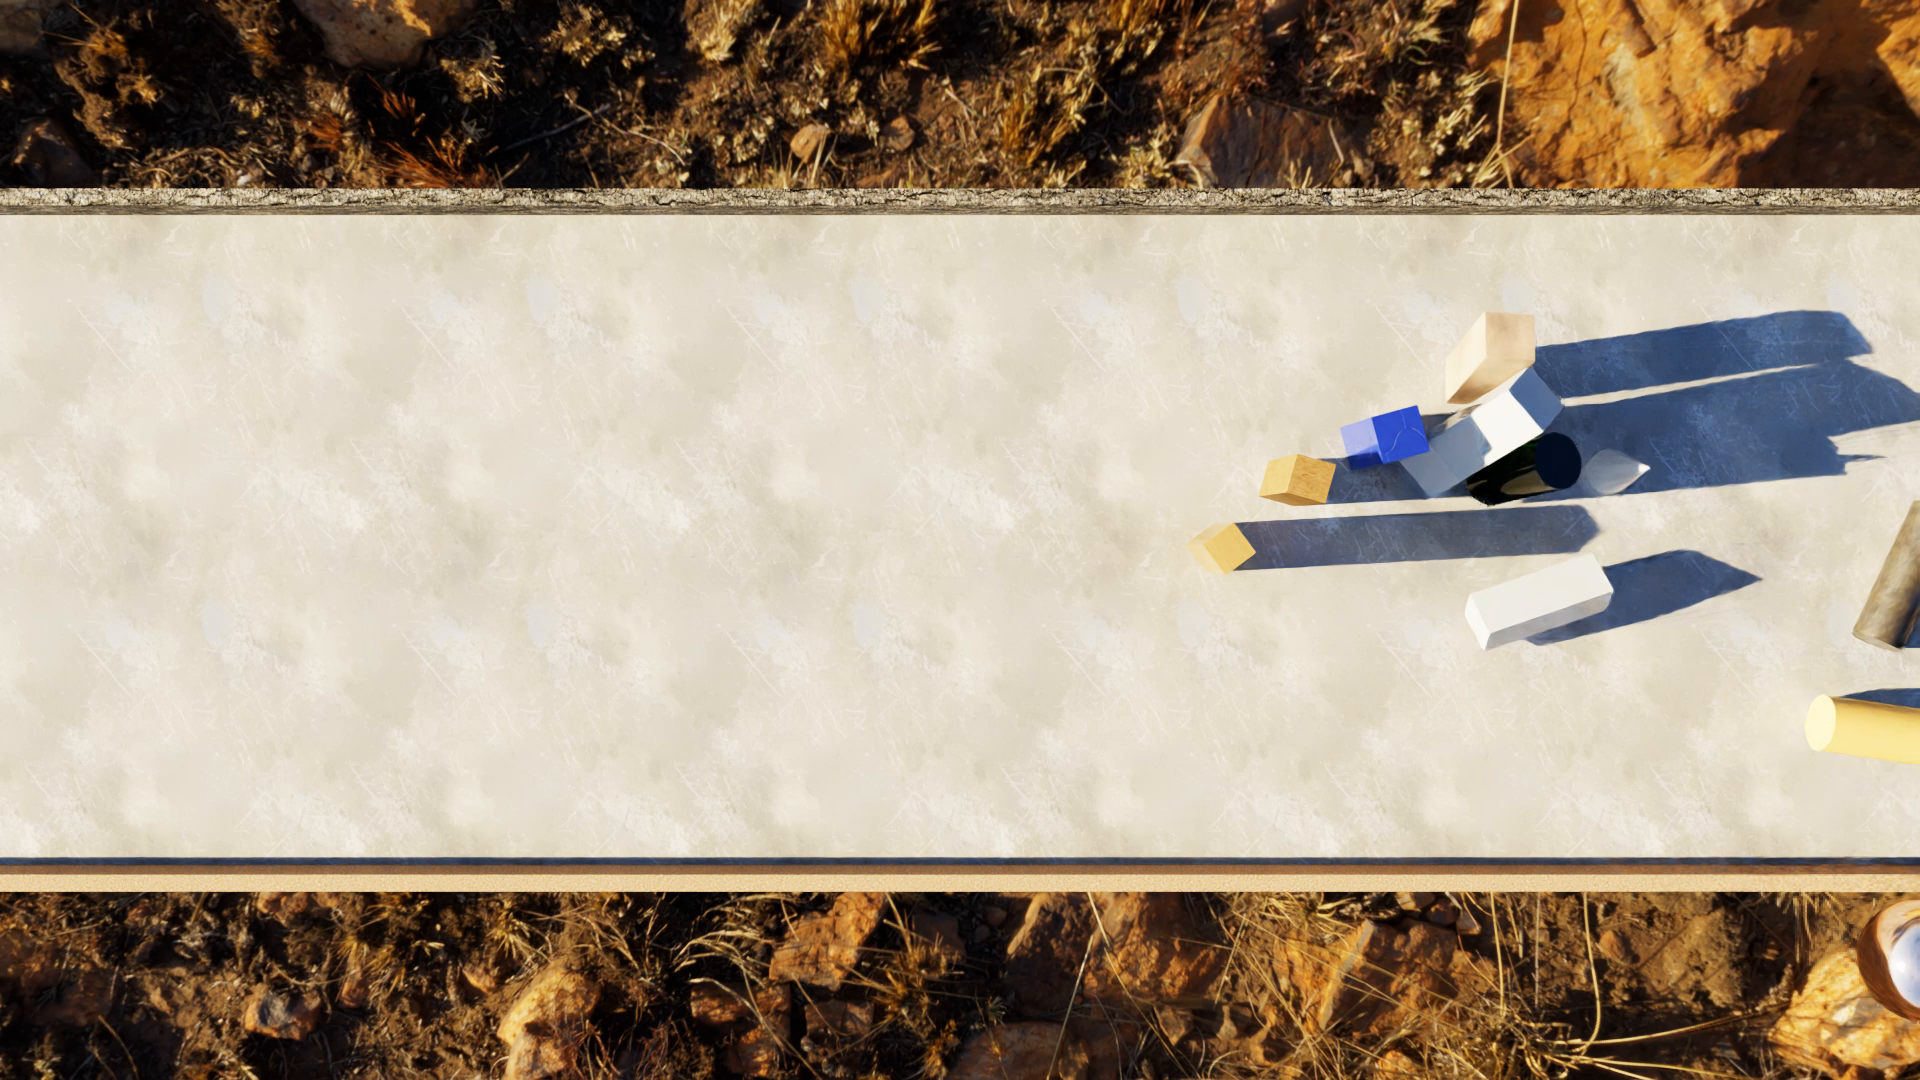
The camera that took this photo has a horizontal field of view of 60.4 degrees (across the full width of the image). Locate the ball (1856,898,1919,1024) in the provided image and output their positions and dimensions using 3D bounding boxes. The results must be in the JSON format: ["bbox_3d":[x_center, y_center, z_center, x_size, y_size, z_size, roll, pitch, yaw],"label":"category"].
[{"bbox_3d":[2.805,1.224,4.788,0.355,0.355,0.355,0,90,0],"label":"ball"}]

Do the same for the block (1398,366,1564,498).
[{"bbox_3d":[1.526,-0.311,4.848,0.153,0.456,0.153,49,53,0],"label":"block"}]

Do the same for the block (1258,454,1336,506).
[{"bbox_3d":[0.988,-0.173,4.857,0.113,0.440,0.113,16,90,0],"label":"block"}]

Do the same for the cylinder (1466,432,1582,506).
[{"bbox_3d":[1.670,-0.207,4.900,0.166,0.316,0.166,3,82,-19],"label":"cylinder"}]

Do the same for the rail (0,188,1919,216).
[{"bbox_3d":[-2.247,-1.025,5.002,12.000,0.150,0.050,0,90,0],"label":"rail"}]

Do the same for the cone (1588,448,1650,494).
[{"bbox_3d":[2.001,-0.210,4.926,0.142,0.300,0.142,0,90,0],"label":"cone"}]

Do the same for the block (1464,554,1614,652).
[{"bbox_3d":[1.747,0.189,4.987,0.392,0.136,0.136,-19,61,-1],"label":"block"}]

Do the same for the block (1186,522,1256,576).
[{"bbox_3d":[0.768,0.025,4.886,0.108,0.381,0.108,-37,90,0],"label":"block"}]

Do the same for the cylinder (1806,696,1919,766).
[{"bbox_3d":[2.790,0.580,4.992,0.376,0.169,0.169,8,90,0],"label":"cylinder"}]

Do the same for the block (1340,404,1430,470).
[{"bbox_3d":[1.252,-0.299,4.880,0.137,0.391,0.137,-15,90,0],"label":"block"}]

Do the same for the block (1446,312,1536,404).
[{"bbox_3d":[1.564,-0.531,4.877,0.141,0.375,0.141,4,74,0],"label":"block"}]

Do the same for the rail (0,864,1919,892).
[{"bbox_3d":[-2.247,1.025,5.001,12.000,0.150,0.050,0,90,0],"label":"rail"}]

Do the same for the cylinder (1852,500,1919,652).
[{"bbox_3d":[2.873,0.112,5.004,0.144,0.144,0.442,25,90,0],"label":"cylinder"}]
